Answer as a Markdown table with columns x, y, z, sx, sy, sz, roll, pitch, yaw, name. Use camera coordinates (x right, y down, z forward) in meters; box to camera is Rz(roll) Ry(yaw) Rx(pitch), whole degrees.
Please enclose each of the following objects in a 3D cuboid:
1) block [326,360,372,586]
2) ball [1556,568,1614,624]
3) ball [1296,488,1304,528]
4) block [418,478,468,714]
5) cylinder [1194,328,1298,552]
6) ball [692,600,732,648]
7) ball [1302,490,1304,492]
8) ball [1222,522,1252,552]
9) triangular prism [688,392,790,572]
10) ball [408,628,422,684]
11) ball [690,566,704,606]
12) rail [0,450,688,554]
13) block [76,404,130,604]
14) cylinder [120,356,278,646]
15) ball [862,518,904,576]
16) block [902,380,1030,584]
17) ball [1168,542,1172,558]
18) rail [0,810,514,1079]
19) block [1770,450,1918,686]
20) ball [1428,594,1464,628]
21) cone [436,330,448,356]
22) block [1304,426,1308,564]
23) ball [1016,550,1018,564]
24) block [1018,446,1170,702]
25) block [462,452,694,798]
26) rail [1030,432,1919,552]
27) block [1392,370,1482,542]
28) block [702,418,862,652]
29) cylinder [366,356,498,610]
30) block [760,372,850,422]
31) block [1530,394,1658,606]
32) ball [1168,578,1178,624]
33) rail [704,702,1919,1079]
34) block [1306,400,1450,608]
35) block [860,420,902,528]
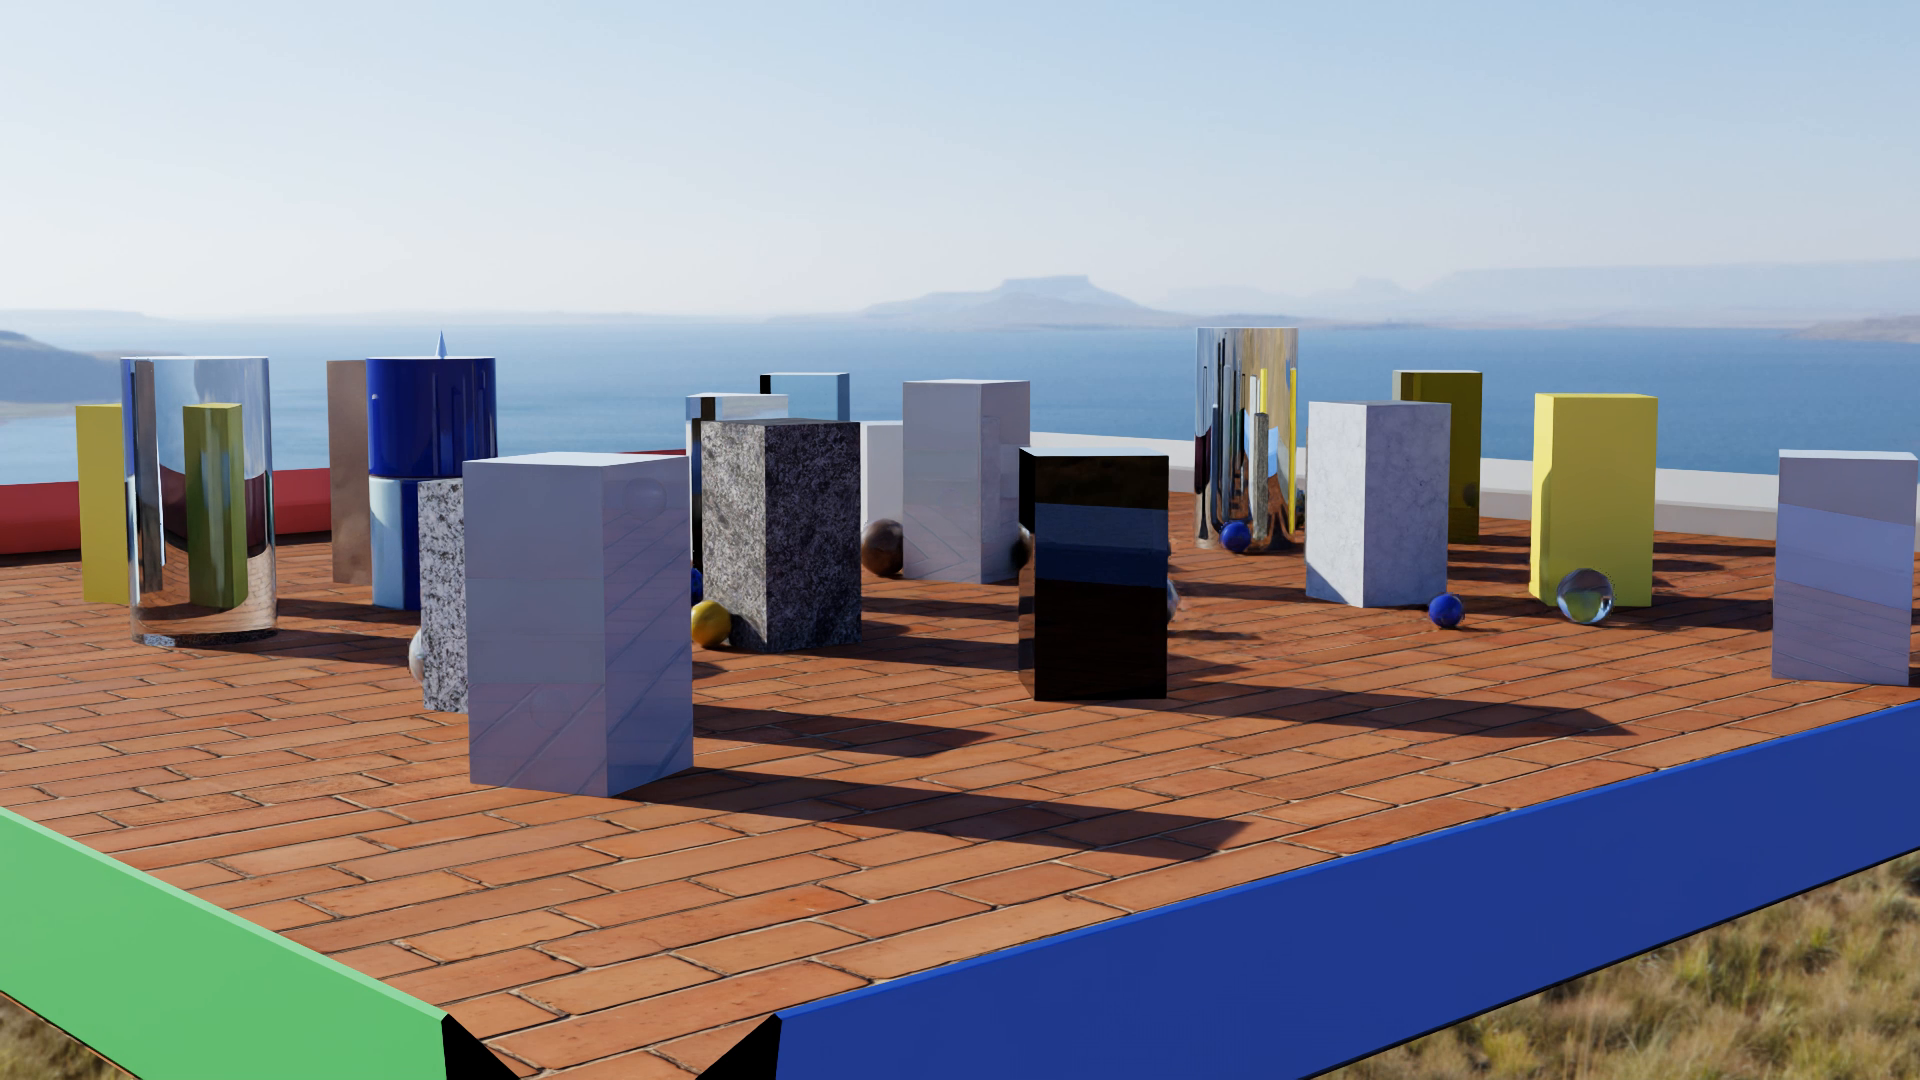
| x | y | z | sx | sy | sz | roll | pitch | yaw | name |
| --- | --- | --- | --- | --- | --- | --- | --- | --- | --- |
| -0.916 | -0.112 | 3.586 | 0.152 | 0.360 | 0.152 | 4 | 7 | 32 | block |
| 0.885 | 0.079 | 3.111 | 0.079 | 0.079 | 0.079 | 0 | 6 | 0 | ball |
| 0.671 | -0.064 | 4.451 | 0.083 | 0.083 | 0.083 | 0 | 6 | 0 | ball |
| -0.494 | 0.059 | 2.465 | 0.152 | 0.254 | 0.152 | 3 | 7 | 30 | block |
| 0.534 | -0.192 | 4.108 | 0.190 | 0.408 | 0.190 | 0 | 6 | 0 | cylinder |
| -0.331 | 0.111 | 2.897 | 0.061 | 0.061 | 0.061 | 0 | 6 | 0 | ball |
| 0.713 | -0.067 | 4.544 | 0.069 | 0.069 | 0.069 | 0 | 6 | 0 | ball |
| 0.504 | -0.004 | 4.004 | 0.056 | 0.056 | 0.056 | 0 | 6 | 0 | ball |
| -0.369 | -0.072 | 3.439 | 0.165 | 0.311 | 0.143 | -3 | 7 | -26 | triangular prism |
| -0.593 | 0.134 | 2.544 | 0.088 | 0.088 | 0.088 | 0 | 6 | 0 | ball |
| -0.408 | 0.070 | 3.273 | 0.063 | 0.063 | 0.063 | 0 | 6 | 0 | ball |
| -1.112 | -0.094 | 4.531 | 3.519 | 0.124 | 0.045 | -6 | 8 | -42 | rail |
| -1.235 | -0.059 | 3.373 | 0.152 | 0.298 | 0.152 | 3 | 7 | 25 | block |
| -1.029 | -0.057 | 2.977 | 0.190 | 0.378 | 0.190 | 0 | 6 | 0 | cylinder |
| -0.127 | 0.012 | 3.669 | 0.095 | 0.095 | 0.095 | 0 | 6 | 0 | ball |
| 0.011 | -0.101 | 3.643 | 0.152 | 0.324 | 0.152 | 4 | 7 | 33 | block |
| 0.351 | 0.017 | 3.866 | 0.044 | 0.044 | 0.044 | 0 | 6 | 0 | ball |
| -1.276 | 0.156 | 2.161 | 0.045 | 0.124 | 3.328 | -6 | 8 | -42 | rail |
| 1.076 | 0.029 | 2.685 | 0.152 | 0.267 | 0.152 | 2 | 6 | 20 | block |
| 0.678 | 0.099 | 3.067 | 0.048 | 0.048 | 0.048 | 0 | 6 | 0 | ball |
| -0.936 | -0.179 | 3.989 | 0.190 | 0.408 | 0.190 | 0 | 6 | 0 | cone |
| 0.674 | -0.070 | 3.768 | 0.152 | 0.238 | 0.152 | 0 | 6 | 4 | block |
| 0.129 | 0.027 | 3.631 | 0.073 | 0.073 | 0.073 | 0 | 6 | 0 | ball |
| 0.153 | 0.036 | 2.568 | 0.152 | 0.279 | 0.152 | -1 | 6 | -5 | block |
| -0.360 | 0.074 | 2.090 | 0.152 | 0.303 | 0.152 | 3 | 7 | 24 | block |
| 1.276 | -0.091 | 4.503 | 0.045 | 0.124 | 3.328 | -6 | 8 | -42 | rail |
| 0.919 | -0.165 | 4.258 | 0.152 | 0.323 | 0.152 | 1 | 6 | 5 | block |
| -0.239 | -0.011 | 2.940 | 0.152 | 0.294 | 0.152 | -5 | 8 | -39 | block |
| -0.794 | -0.090 | 3.321 | 0.190 | 0.370 | 0.190 | 0 | 6 | 0 | cylinder |
| -0.308 | -0.175 | 4.402 | 0.152 | 0.314 | 0.152 | 1 | 6 | 7 | block |
| 0.965 | -0.064 | 3.357 | 0.152 | 0.313 | 0.152 | 0 | 6 | 5 | block |
| 0.258 | 0.084 | 3.031 | 0.085 | 0.085 | 0.085 | 0 | 6 | 0 | ball |
| 1.112 | 0.159 | 2.133 | 3.519 | 0.124 | 0.045 | -6 | 8 | -42 | rail |
| 0.638 | -0.059 | 3.362 | 0.152 | 0.301 | 0.152 | -3 | 7 | -24 | block |
| -0.107 | -0.090 | 3.947 | 0.152 | 0.240 | 0.152 | -1 | 6 | -14 | block |
